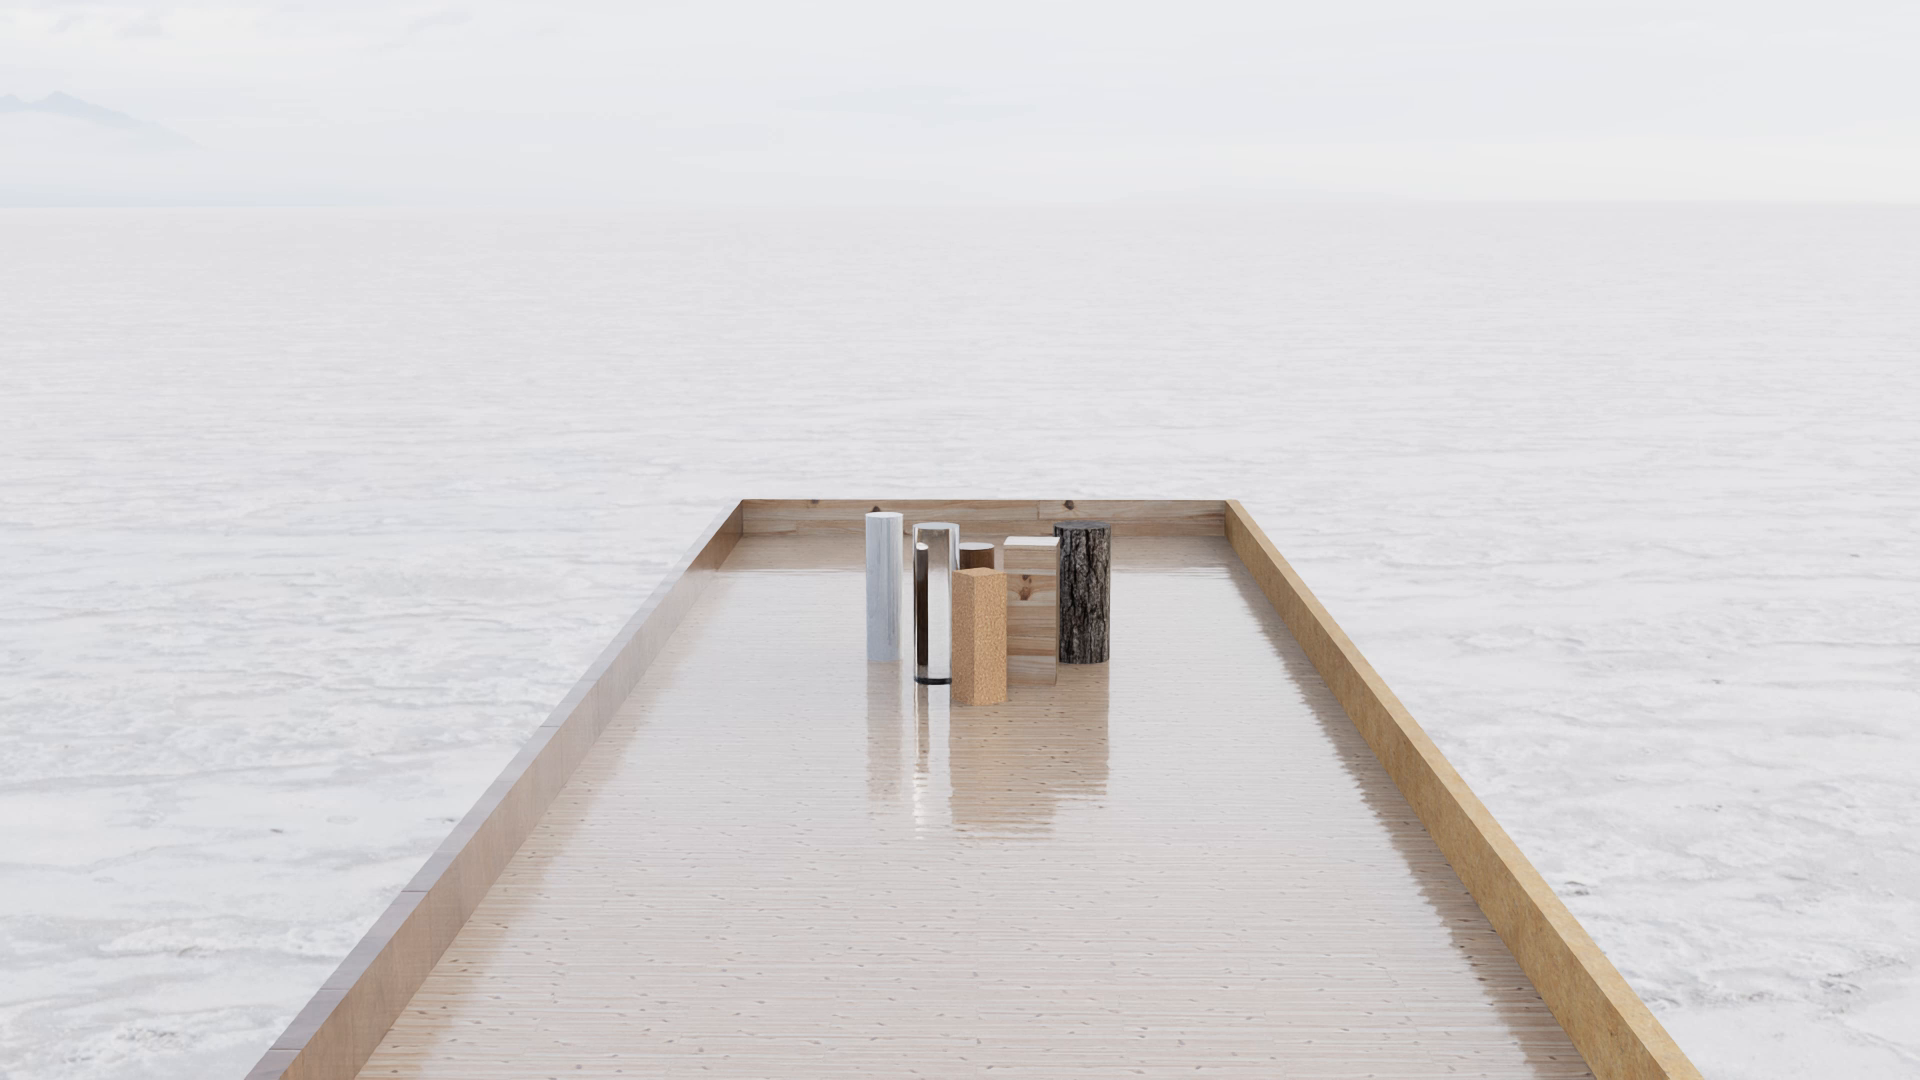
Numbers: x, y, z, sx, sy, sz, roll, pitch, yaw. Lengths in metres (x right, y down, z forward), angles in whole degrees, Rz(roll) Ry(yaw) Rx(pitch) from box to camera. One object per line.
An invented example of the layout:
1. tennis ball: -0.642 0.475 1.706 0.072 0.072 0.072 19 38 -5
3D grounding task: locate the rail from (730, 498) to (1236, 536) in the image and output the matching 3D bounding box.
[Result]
1. rail: 0.099 -0.098 9.147 2.100 0.150 0.050 0 9 1

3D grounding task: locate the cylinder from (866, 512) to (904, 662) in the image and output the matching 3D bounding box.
1. cylinder: -0.230 0.142 6.704 0.114 0.442 0.114 0 9 0

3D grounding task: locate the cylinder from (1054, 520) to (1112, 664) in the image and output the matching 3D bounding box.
1. cylinder: 0.370 0.158 6.698 0.175 0.412 0.175 0 9 0

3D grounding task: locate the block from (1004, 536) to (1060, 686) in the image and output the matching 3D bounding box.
1. block: 0.208 0.206 6.389 0.151 0.413 0.151 1 9 7

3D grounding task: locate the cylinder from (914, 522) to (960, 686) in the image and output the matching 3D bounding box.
1. cylinder: -0.068 0.184 6.391 0.135 0.456 0.135 0 9 0

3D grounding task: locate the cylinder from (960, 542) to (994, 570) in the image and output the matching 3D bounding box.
1. cylinder: 0.038 0.193 6.665 0.133 0.353 0.133 0 9 0

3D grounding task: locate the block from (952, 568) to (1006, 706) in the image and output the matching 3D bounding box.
1. block: 0.054 0.269 6.147 0.109 0.365 0.109 -6 11 -34

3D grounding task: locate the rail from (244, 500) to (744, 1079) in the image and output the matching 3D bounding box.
1. rail: -1.004 0.839 3.234 0.050 0.150 12.000 0 9 1

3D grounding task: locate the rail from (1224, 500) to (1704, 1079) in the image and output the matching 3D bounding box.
1. rail: 1.046 0.843 3.208 0.050 0.150 12.000 0 9 1
